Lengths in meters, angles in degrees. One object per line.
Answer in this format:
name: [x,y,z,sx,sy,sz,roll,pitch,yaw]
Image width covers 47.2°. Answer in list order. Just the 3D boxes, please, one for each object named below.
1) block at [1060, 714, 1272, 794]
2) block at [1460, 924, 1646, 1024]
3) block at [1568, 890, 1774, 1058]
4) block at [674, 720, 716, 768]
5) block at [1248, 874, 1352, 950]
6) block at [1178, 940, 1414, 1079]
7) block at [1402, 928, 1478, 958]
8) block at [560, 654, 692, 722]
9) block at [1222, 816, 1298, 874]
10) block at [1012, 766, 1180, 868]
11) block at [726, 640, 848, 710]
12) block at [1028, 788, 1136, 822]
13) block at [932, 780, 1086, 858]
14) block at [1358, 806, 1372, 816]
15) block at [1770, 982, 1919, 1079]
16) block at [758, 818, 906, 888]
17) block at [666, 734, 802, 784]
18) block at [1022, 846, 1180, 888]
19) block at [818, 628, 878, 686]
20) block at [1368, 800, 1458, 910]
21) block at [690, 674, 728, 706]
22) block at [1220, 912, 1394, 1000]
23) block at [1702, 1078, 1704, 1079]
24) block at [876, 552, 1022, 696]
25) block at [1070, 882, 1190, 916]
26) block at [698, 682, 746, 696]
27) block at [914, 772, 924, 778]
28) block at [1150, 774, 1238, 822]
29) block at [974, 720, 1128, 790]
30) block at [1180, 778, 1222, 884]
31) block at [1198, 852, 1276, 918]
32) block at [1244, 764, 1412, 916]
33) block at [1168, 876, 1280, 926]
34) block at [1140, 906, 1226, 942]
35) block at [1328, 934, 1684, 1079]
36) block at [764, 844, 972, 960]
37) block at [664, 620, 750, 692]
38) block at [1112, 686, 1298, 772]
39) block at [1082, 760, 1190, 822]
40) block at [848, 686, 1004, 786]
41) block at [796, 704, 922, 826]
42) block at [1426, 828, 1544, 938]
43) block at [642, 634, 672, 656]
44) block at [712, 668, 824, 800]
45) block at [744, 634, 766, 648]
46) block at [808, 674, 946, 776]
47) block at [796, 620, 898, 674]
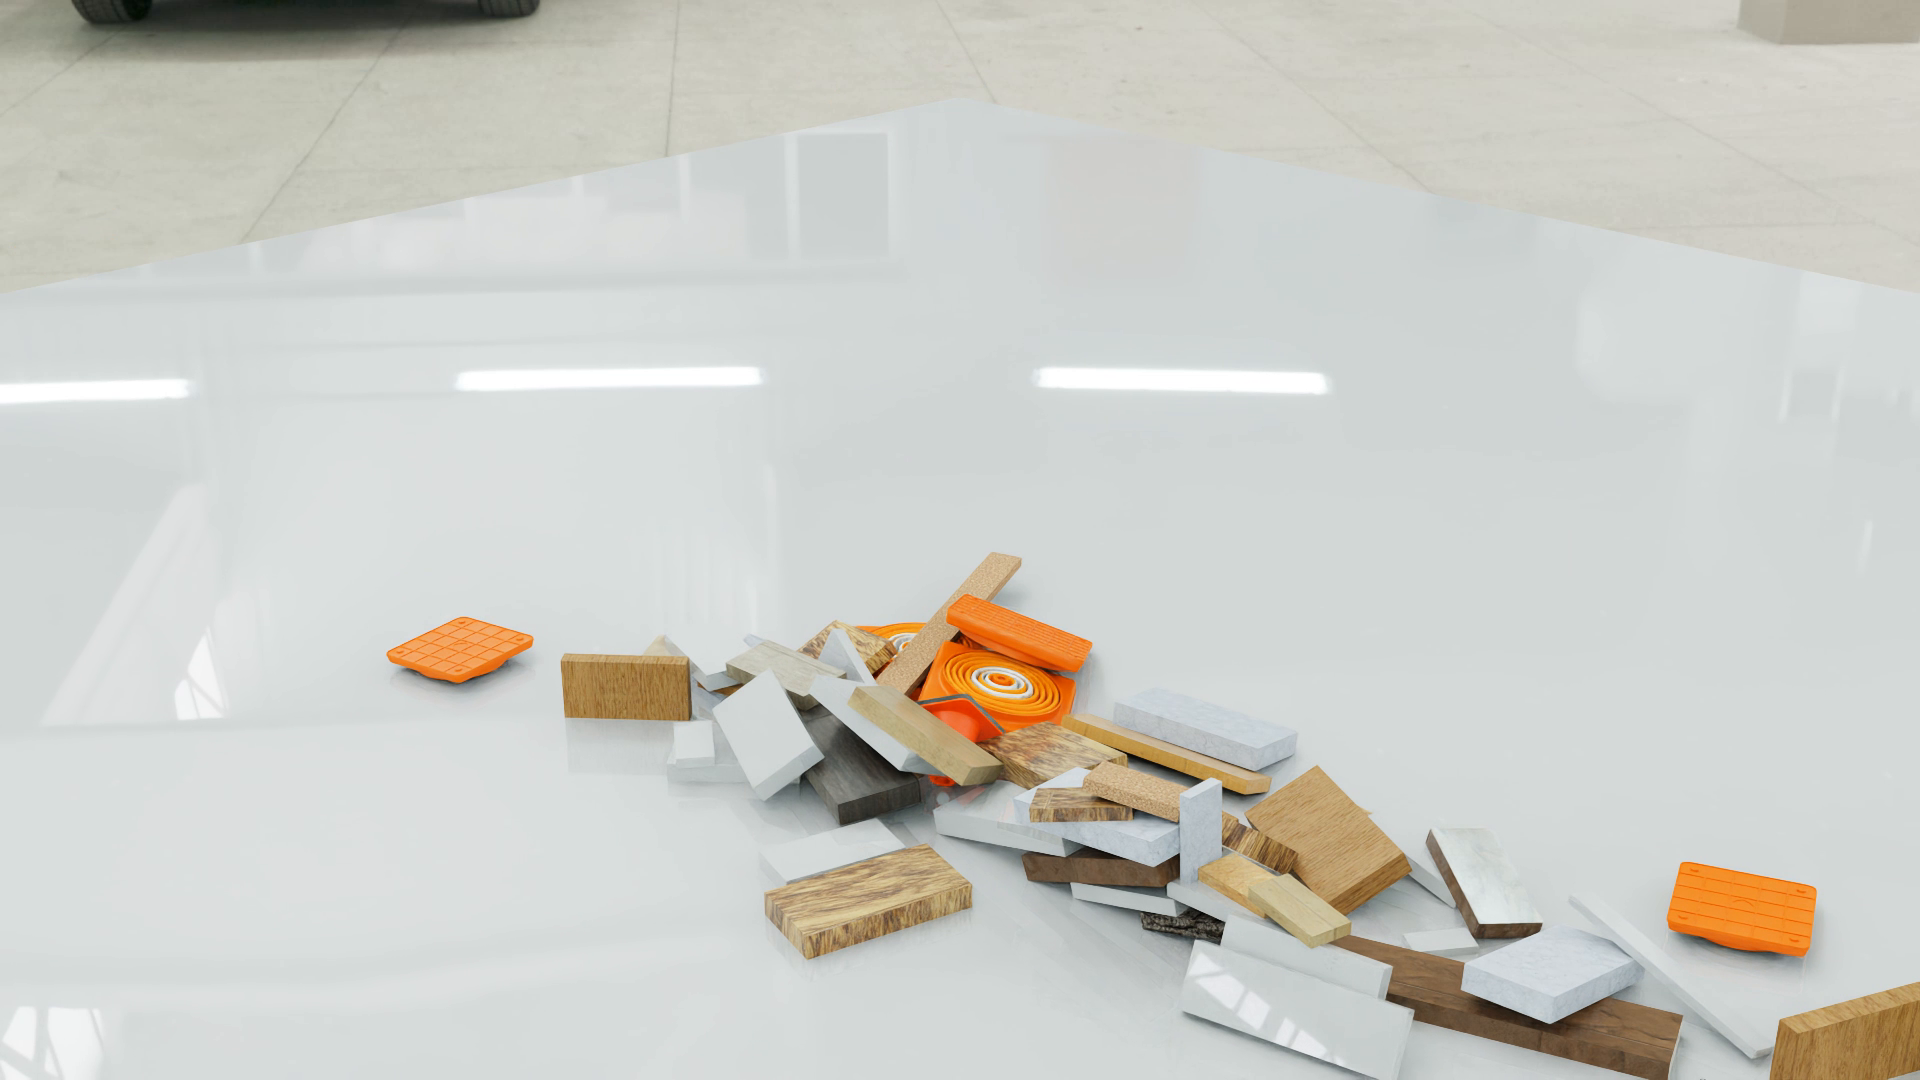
block: [0.429,0.447,4.625,0.461,0.030,0.105,17,8,35]
block: [1.037,0.750,3.825,0.170,0.048,0.339,16,15,41]
block: [1.234,0.752,3.833,0.061,0.017,0.423,0,31,-39]
block: [-0.559,0.429,4.620,0.081,0.023,0.161,-3,23,-8]
block: [0.588,0.643,3.816,0.087,0.025,0.175,-14,28,-28]
block: [0.565,0.795,3.727,0.392,0.123,0.035,14,-3,29]
block: [0.875,0.735,4.005,0.122,0.017,0.061,-4,23,-9]
block: [-0.731,0.323,4.823,0.276,0.138,0.039,1,23,3]
block: [0.458,0.538,4.218,0.353,0.050,0.176,22,-6,38]
block: [0.287,0.513,4.104,0.176,0.050,0.353,-21,22,-39]
block: [-0.377,0.292,4.771,0.252,0.036,0.126,19,35,40]
block: [0.230,0.489,4.071,0.191,0.027,0.095,-3,17,13]
block: [0.134,0.541,4.307,0.176,0.050,0.353,-22,16,-41]
block: [0.805,0.582,4.350,0.105,0.030,0.210,-18,29,-36]
block: [1.470,0.829,3.617,0.296,0.148,0.042,-9,25,-20]
block: [-0.247,0.615,4.266,0.256,0.036,0.128,-12,26,-27]
block: [-0.469,0.458,4.630,0.276,0.039,0.138,1,23,2]
block: [0.302,0.591,4.145,0.176,0.050,0.353,-22,10,-41]
block: [-0.247,0.302,4.835,0.030,0.105,0.210,4,36,-35]
block: [0.902,0.603,4.236,0.128,0.036,0.256,-17,38,-35]
block: [-0.551,0.328,4.955,0.089,0.025,0.177,-17,29,-35]
block: [0.583,0.758,3.779,0.296,0.148,0.042,15,5,32]
block: [1.179,0.971,3.412,0.170,0.048,0.339,16,27,31]
block: [-0.023,0.192,5.126,0.081,0.023,0.796,11,25,17]
block: [0.340,0.647,4.121,0.241,0.034,0.121,3,20,42]
block: [-0.489,0.320,4.909,0.177,0.025,0.089,14,26,29]
block: [-0.167,0.462,4.567,0.092,0.026,0.184,-23,31,-32]
block: [0.427,0.550,4.420,0.123,0.035,0.246,-19,29,-38]
block: [0.183,0.447,4.464,0.174,0.049,0.347,-15,13,-22]
block: [0.436,0.526,3.981,0.087,0.175,0.025,-21,28,-39]
block: [0.518,0.619,3.942,0.087,0.025,0.175,-17,25,-32]
block: [0.703,0.579,4.232,0.176,0.050,0.353,-33,29,-4]
block: [0.504,0.644,3.959,0.121,0.034,0.241,-22,29,-40]
block: [0.462,0.685,4.022,0.241,0.034,0.121,0,18,43]
block: [0.852,0.791,3.842,0.771,0.042,0.148,10,25,23]
block: [-0.171,0.672,4.113,0.347,0.049,0.174,-13,26,-28]
block: [-0.555,0.260,4.971,0.138,0.039,0.276,-13,23,-24]
block: [0.523,0.402,4.708,0.353,0.050,0.176,16,17,34]
block: [0.331,0.461,4.039,0.191,0.027,0.095,16,21,23]
block: [-0.070,0.394,4.456,0.304,0.043,0.152,33,11,24]
block: [-0.263,0.419,4.587,0.174,0.049,0.541,-14,28,-18]
block: [0.980,0.640,4.120,0.128,0.036,0.257,1,34,-13]
block: [-0.685,0.272,5.087,0.089,0.025,0.177,5,24,12]
block: [-0.401,0.400,4.564,0.152,0.043,0.304,-36,36,-2]
block: [-0.384,0.290,4.952,0.126,0.036,0.252,24,6,-37]
block: [-0.161,0.381,4.521,0.304,0.043,0.152,36,13,37]
block: [-0.260,0.255,4.993,0.126,0.036,0.252,-39,28,-21]
